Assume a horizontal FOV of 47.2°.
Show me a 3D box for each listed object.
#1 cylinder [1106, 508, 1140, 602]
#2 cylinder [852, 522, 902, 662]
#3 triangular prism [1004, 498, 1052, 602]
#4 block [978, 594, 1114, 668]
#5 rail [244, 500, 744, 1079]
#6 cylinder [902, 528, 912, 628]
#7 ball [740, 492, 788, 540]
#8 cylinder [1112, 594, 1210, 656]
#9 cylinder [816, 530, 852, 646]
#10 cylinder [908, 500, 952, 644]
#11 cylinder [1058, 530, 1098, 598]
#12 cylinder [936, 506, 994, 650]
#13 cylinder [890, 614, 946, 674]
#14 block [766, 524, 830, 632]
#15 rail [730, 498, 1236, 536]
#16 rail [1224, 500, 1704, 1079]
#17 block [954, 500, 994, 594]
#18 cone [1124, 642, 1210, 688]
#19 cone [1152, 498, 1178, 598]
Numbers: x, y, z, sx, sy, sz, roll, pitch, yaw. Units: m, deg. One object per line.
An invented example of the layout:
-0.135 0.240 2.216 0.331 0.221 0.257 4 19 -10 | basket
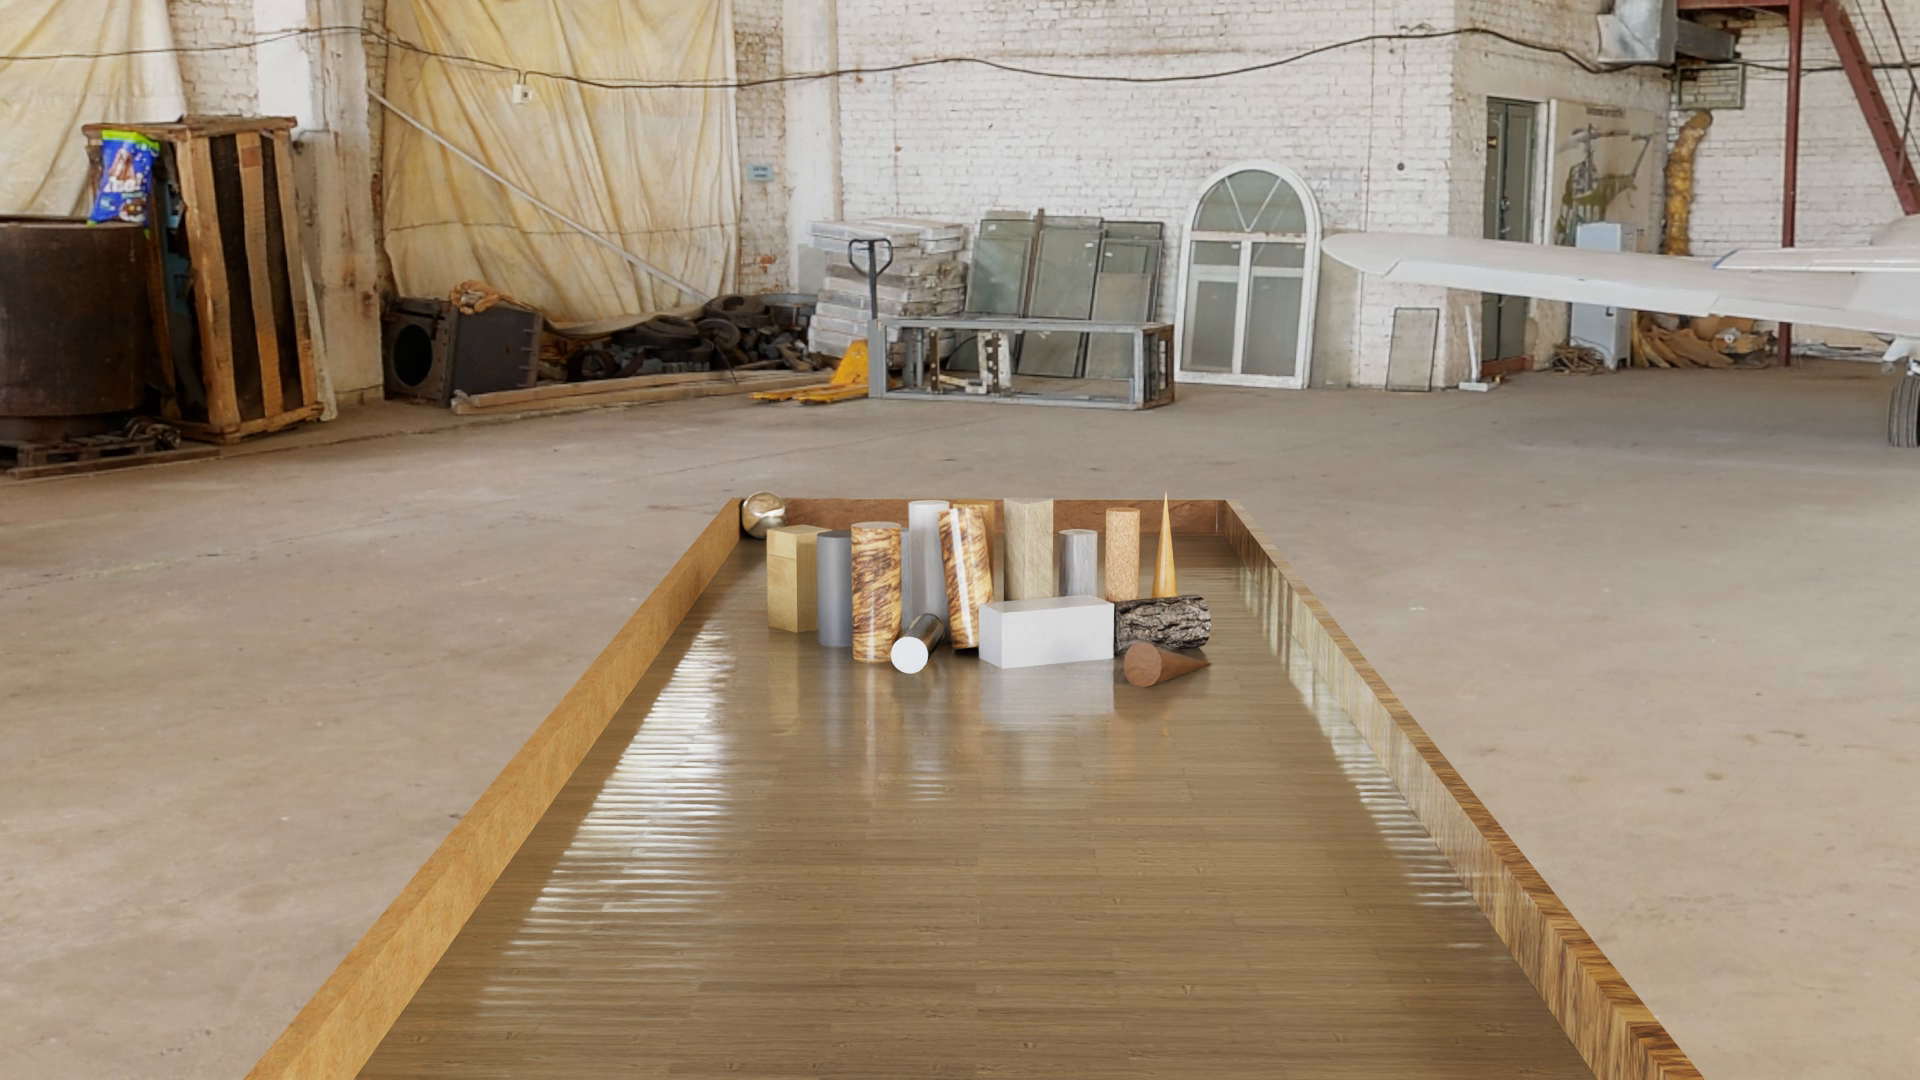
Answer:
0.513 0.113 6.953 0.106 0.422 0.106 0 9 0 | cylinder
-0.253 0.158 6.701 0.152 0.410 0.152 0 9 0 | cylinder
0.195 0.097 6.942 0.133 0.455 0.153 6 11 33 | triangular prism
0.264 0.278 6.718 0.376 0.169 0.169 -4 10 -23 | block
-1.004 0.839 3.234 0.050 0.150 12.000 0 9 1 | rail
-0.221 0.124 7.210 0.130 0.318 0.130 0 9 0 | cylinder
-0.801 -0.102 9.024 0.197 0.197 0.197 0 9 0 | ball
0.603 0.263 6.825 0.309 0.165 0.165 -4 10 -25 | cylinder
-0.378 0.152 6.946 0.145 0.345 0.145 0 9 0 | cylinder
-0.094 0.100 6.954 0.129 0.441 0.129 -1 7 0 | cylinder
0.384 0.130 7.183 0.126 0.315 0.126 0 9 0 | cylinder
0.024 0.118 6.823 0.144 0.429 0.144 -7 -3 0 | cylinder
-0.126 0.312 6.689 0.110 0.110 0.372 1 9 7 | cylinder
-0.523 0.124 7.199 0.152 0.322 0.152 -8 12 -43 | block
0.099 -0.098 9.147 2.100 0.150 0.050 0 9 1 | rail
1.046 0.843 3.208 0.050 0.150 12.000 0 9 1 | rail
0.045 0.081 7.181 0.116 0.412 0.116 2 9 10 | block
0.644 0.367 6.491 0.130 0.130 0.395 7 2 37 | cone
0.671 0.060 7.197 0.109 0.448 0.109 0 9 0 | cone
